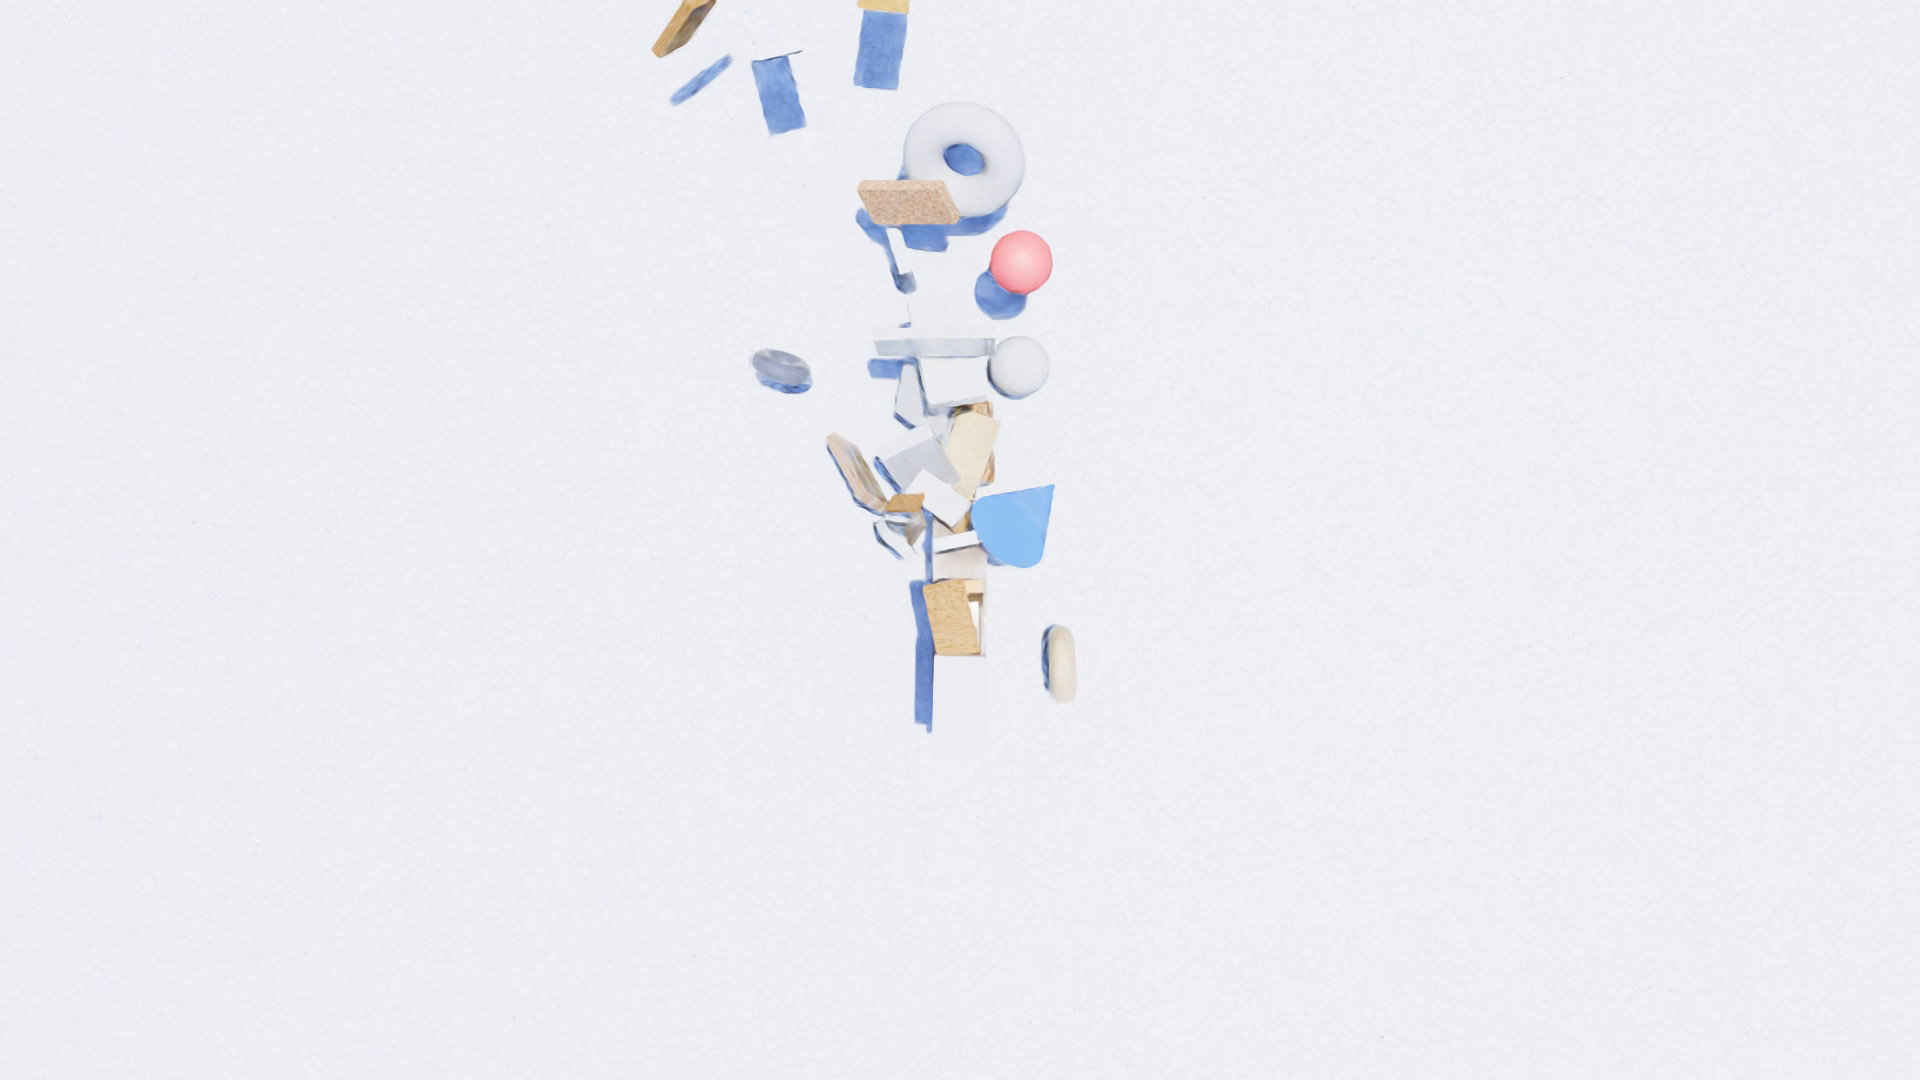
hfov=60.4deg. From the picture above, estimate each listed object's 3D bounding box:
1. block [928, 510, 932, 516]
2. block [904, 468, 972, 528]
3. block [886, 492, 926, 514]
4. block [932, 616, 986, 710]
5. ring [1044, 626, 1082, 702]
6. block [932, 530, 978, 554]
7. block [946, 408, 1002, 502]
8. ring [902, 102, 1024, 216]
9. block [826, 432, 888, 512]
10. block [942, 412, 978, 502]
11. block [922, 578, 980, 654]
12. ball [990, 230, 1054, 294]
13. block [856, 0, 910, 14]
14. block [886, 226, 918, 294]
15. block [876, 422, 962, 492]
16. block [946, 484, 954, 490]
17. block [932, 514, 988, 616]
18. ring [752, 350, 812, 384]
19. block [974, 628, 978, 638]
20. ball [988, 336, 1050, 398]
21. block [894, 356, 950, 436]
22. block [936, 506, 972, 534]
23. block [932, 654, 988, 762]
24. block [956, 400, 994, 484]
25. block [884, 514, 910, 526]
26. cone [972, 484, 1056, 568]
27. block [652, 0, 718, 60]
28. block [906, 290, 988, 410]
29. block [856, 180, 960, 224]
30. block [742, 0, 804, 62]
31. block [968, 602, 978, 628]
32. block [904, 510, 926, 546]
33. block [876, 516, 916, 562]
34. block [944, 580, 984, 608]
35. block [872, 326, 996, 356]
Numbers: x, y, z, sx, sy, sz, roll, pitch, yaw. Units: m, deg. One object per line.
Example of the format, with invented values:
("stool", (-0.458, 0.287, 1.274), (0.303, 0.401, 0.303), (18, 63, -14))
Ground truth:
("block", (-0.080, -0.135, 5.385), (0.072, 0.020, 0.143), (-23, 99, 14))
("block", (-0.064, -0.124, 4.930), (0.184, 0.026, 0.092), (36, 86, 17))
("block", (-0.161, -0.109, 4.889), (0.116, 0.016, 0.058), (-2, 51, 38))
("block", (-0.002, 0.406, 5.137), (0.168, 0.048, 0.337), (0, 90, 0))
("ring", (0.333, 0.403, 5.373), (0.085, 0.254, 0.254), (-9, 90, -7))
("block", (-0.011, 0.009, 4.977), (0.132, 0.265, 0.037), (-12, 87, 1))
("block", (0.021, -0.271, 5.275), (0.137, 0.039, 0.274), (20, 82, 7))
("ring", (0.011, -1.172, 5.093), (0.385, 0.128, 0.385), (8, 134, 9))
("block", (-0.317, -0.211, 5.114), (0.037, 0.132, 0.265), (-39, 56, 14))
("block", (0.001, -0.269, 5.399), (0.137, 0.039, 0.275), (21, 65, -36))
("block", (-0.025, 0.225, 4.584), (0.117, 0.033, 0.233), (-11, 61, -4))
("ball", (0.184, -0.832, 4.939), (0.190, 0.190, 0.190), (0, 90, 0))
("block", (-0.210, -1.641, 4.797), (0.148, 0.042, 0.296), (6, 50, 0))
("block", (-0.186, -0.904, 5.347), (0.042, 0.296, 0.148), (-17, 86, 1))
("block", (-0.122, -0.231, 5.078), (0.174, 0.347, 0.049), (-26, 65, 4))
("block", (-0.051, -0.126, 5.159), (0.092, 0.406, 0.026), (-2, 81, 5))
("block", (0.000, 0.066, 5.135), (0.169, 0.048, 0.338), (0, 90, 0))
("ring", (-0.569, -0.552, 5.250), (0.197, 0.197, 0.066), (19, 109, 0))
("block", (-0.006, 0.285, 4.726), (0.117, 0.300, 0.033), (-3, 92, 0))
("ball", (0.194, -0.568, 5.400), (0.201, 0.201, 0.201), (0, 90, 0))
("block", (-0.098, -0.507, 5.142), (0.174, 0.049, 0.347), (36, 134, 26))
("block", (-0.011, -0.077, 5.019), (0.026, 0.184, 0.092), (33, 86, 25))
("block", (-0.001, 0.456, 4.504), (0.144, 0.041, 0.288), (2, 97, 0))
("block", (0.050, -0.327, 5.395), (0.039, 0.137, 0.275), (-12, 74, 42))
("block", (-0.171, -0.054, 5.047), (0.116, 0.058, 0.016), (9, 78, 38))
("cone", (0.209, -0.095, 4.825), (0.254, 0.254, 0.254), (46, 54, 0))
("block", (-0.815, -1.539, 4.903), (0.037, 0.259, 0.130), (50, 52, -6))
("block", (-0.041, -0.572, 4.946), (0.174, 0.049, 0.347), (-10, 74, -8))
("block", (-0.159, -1.035, 5.061), (0.296, 0.148, 0.042), (6, 58, 31))
("block", (-0.539, -1.497, 4.661), (0.130, 0.037, 0.259), (-15, 99, -3))
("block", (0.003, 0.287, 4.891), (0.104, 0.029, 0.207), (-1, 90, 0))
("block", (-0.135, -0.037, 4.911), (0.016, 0.116, 0.058), (-5, 62, -27))
("block", (-0.196, -0.003, 5.026), (0.117, 0.233, 0.033), (42, 93, -12))
("block", (0.004, 0.165, 4.977), (0.132, 0.265, 0.037), (-2, 78, 0))
("block", (-0.072, -0.578, 4.810), (0.351, 0.130, 0.037), (0, 74, 3))
